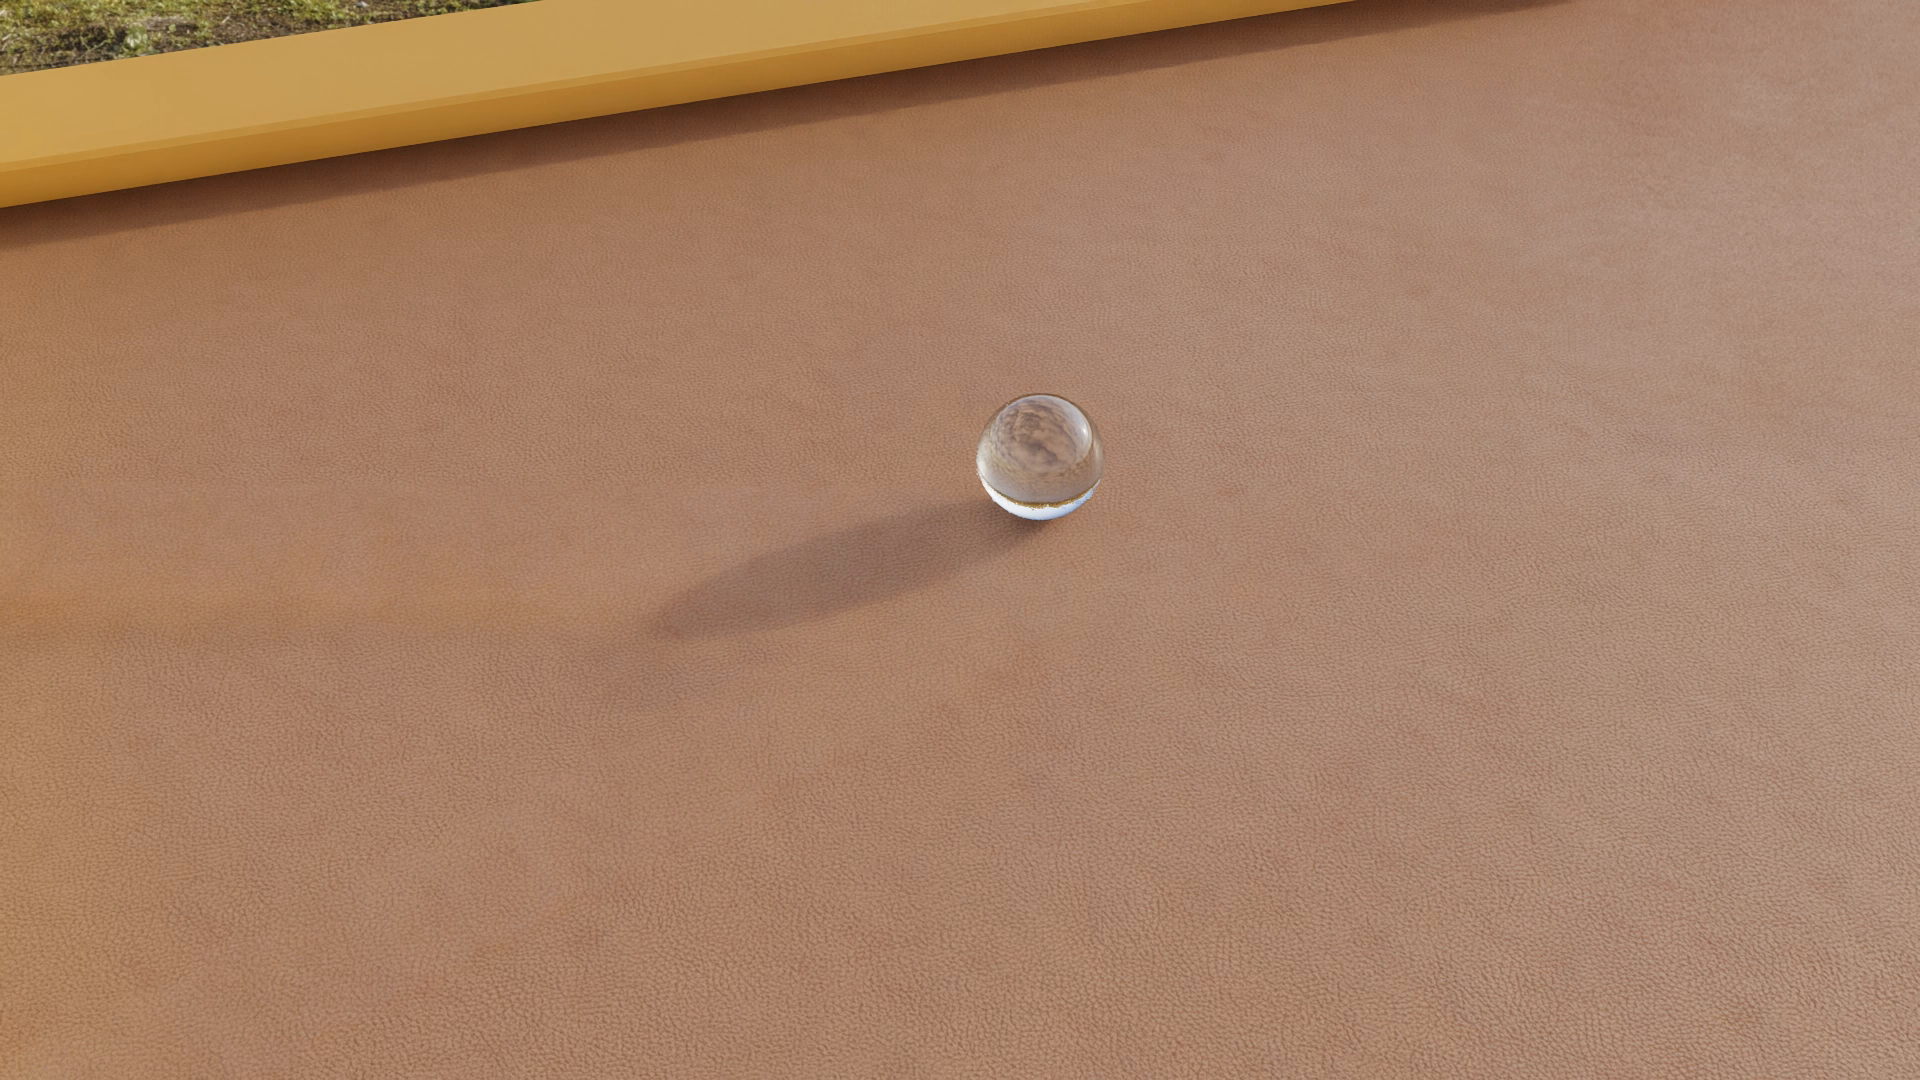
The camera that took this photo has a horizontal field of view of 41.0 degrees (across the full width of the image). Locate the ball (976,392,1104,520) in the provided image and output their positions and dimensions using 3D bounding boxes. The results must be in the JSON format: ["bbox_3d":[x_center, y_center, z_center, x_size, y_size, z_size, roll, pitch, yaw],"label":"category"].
[{"bbox_3d":[0.051,-0.053,1.626,0.081,0.081,0.081,0,35,0],"label":"ball"}]

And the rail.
[{"bbox_3d":[0.386,-0.522,2.267,2.649,0.105,0.045,-12,37,-16],"label":"rail"}]
